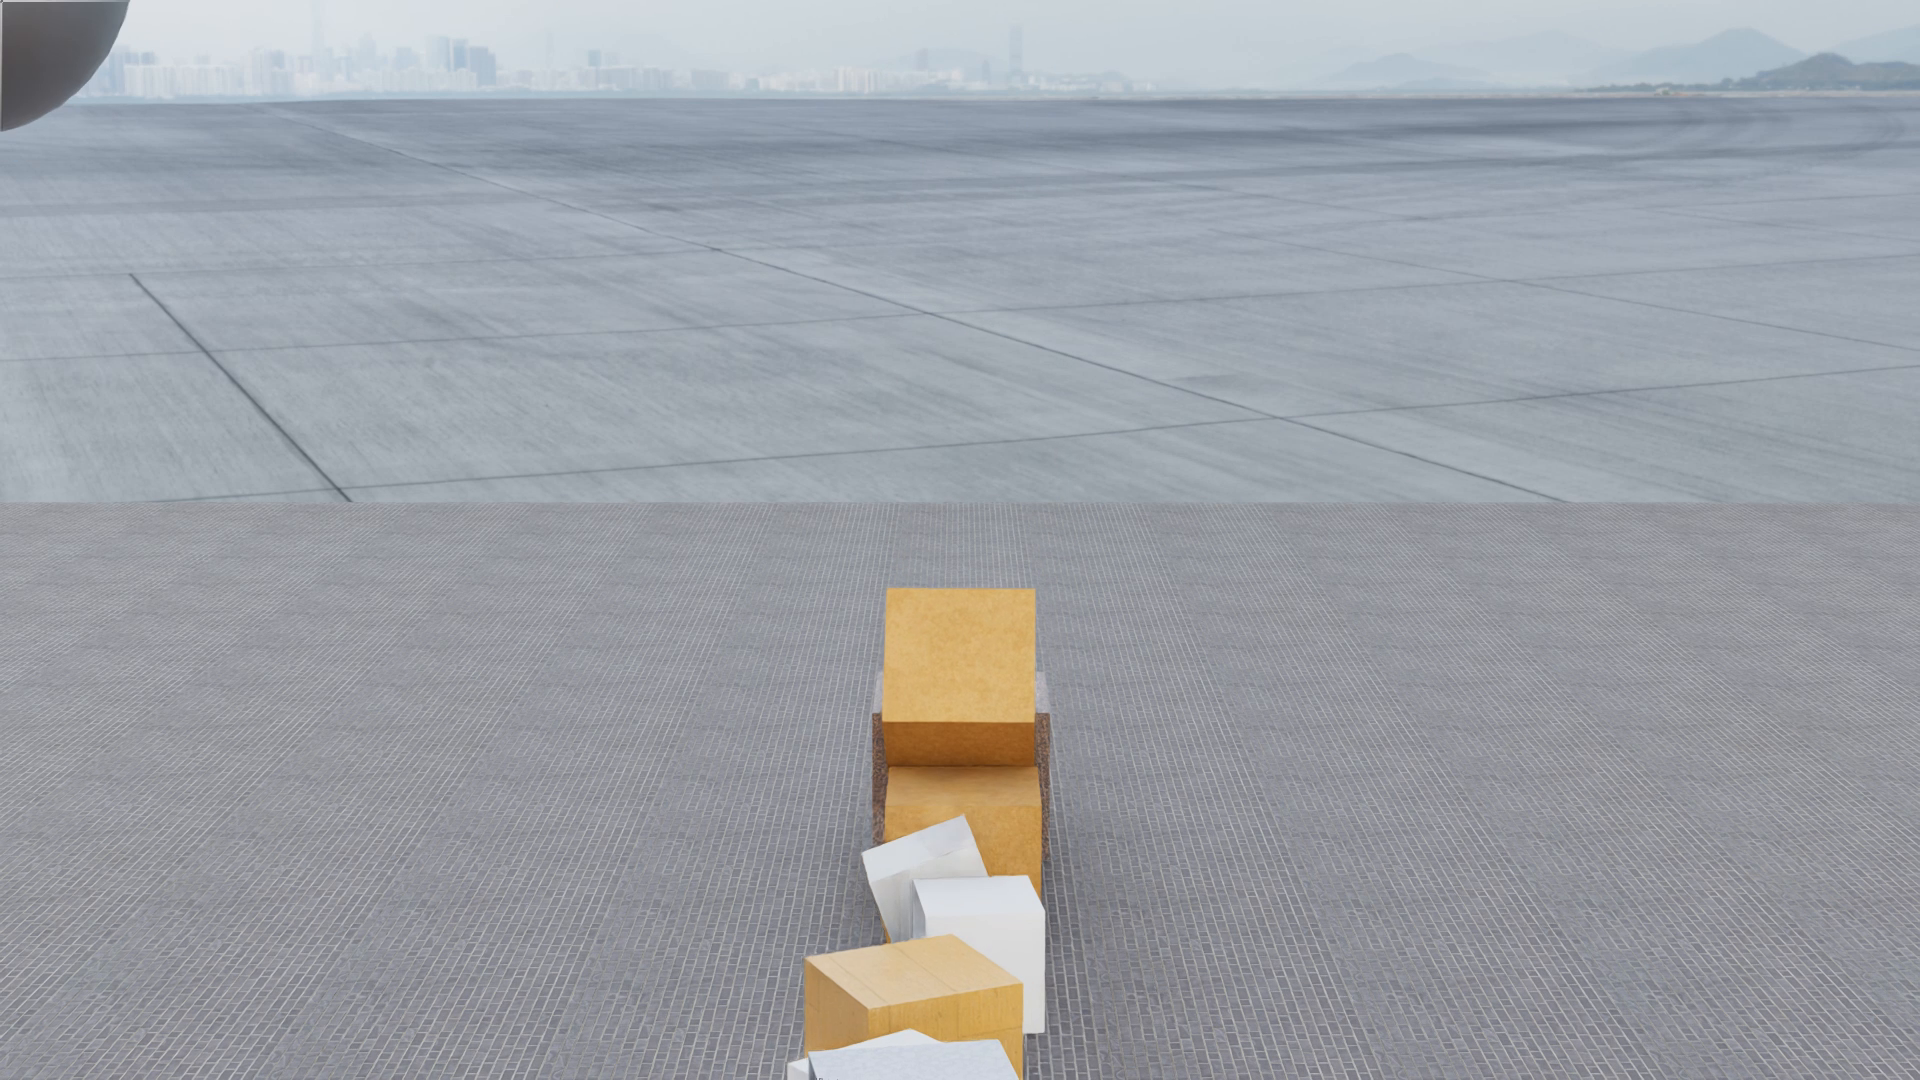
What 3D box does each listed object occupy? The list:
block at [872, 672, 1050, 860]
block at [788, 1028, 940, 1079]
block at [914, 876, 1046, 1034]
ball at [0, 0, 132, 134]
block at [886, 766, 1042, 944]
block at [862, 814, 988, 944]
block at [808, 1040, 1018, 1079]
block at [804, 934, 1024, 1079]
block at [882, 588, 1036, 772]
[{"bbox_3d":[0.005,1.038,11.948,0.796,0.682,0.808,0,10,0],"label":"block"},{"bbox_3d":[-0.233,1.863,8.171,0.493,0.412,0.392,-8,13,-38],"label":"block"},{"bbox_3d":[0.067,1.563,9.662,0.442,0.468,0.440,-1,10,-7],"label":"block"},{"bbox_3d":[-4.289,-2.477,10.730,1.600,1.600,1.600,0,10,0],"label":"ball"},{"bbox_3d":[0.014,1.310,10.736,0.633,0.582,0.602,0,10,0],"label":"block"},{"bbox_3d":[-0.088,1.422,10.078,0.436,0.474,0.383,-20,12,-3],"label":"block"},{"bbox_3d":[-0.121,1.879,7.599,0.586,0.585,0.569,-2,10,-10],"label":"block"},{"bbox_3d":[-0.165,1.708,8.837,0.571,0.477,0.556,-5,11,-25],"label":"block"},{"bbox_3d":[0.005,0.644,11.099,0.635,0.629,0.668,0,-29,2],"label":"block"}]
